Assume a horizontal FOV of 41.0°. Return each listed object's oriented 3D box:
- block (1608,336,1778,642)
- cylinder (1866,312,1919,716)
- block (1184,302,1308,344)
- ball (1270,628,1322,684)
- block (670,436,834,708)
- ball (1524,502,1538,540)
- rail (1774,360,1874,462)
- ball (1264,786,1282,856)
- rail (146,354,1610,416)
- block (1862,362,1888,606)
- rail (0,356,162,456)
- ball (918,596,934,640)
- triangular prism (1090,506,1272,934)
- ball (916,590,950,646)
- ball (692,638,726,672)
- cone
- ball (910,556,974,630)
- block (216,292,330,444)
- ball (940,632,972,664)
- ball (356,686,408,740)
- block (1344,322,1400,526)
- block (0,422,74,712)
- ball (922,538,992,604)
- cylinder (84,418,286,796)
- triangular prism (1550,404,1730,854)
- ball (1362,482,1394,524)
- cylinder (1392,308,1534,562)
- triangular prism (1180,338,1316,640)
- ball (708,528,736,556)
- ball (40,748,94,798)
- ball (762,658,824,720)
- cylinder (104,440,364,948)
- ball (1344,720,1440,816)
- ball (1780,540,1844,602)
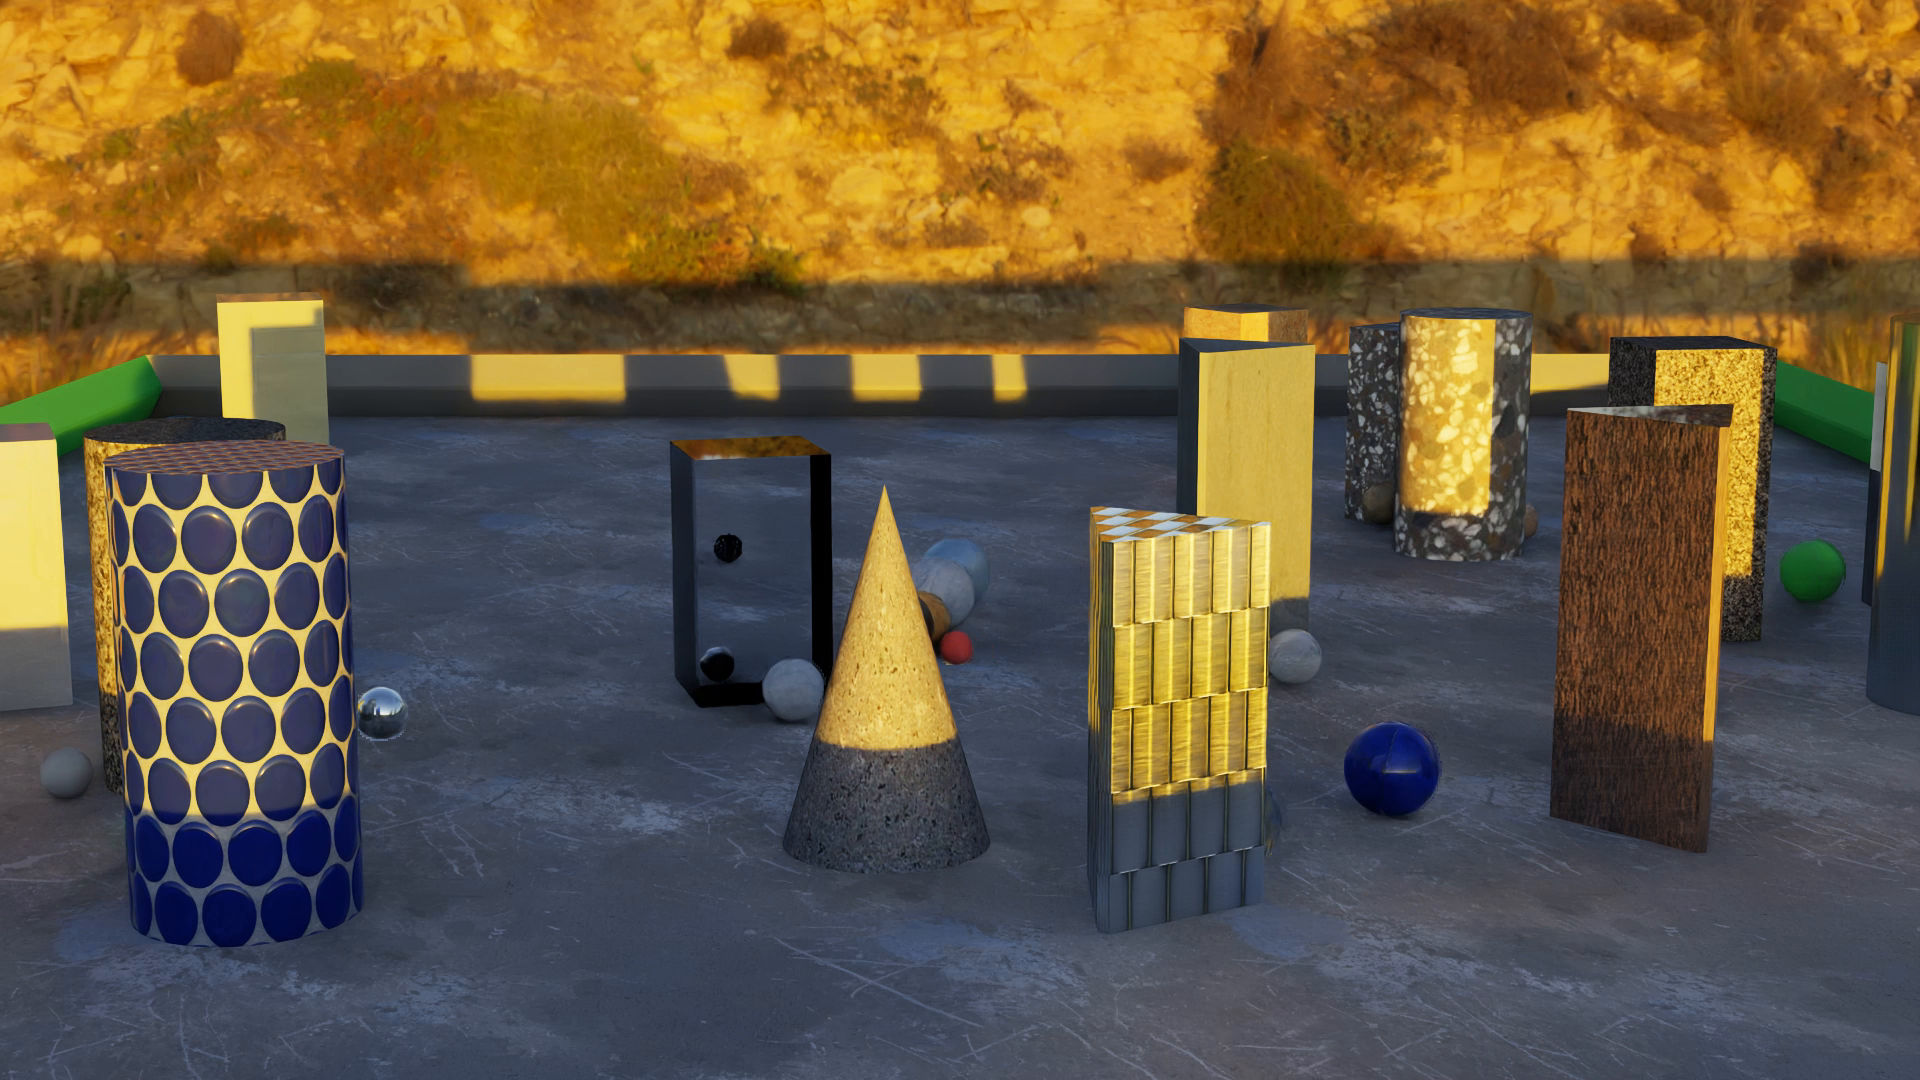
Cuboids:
[{"bbox_3d":[0.938,-0.068,3.319,0.158,0.376,0.158,-1,11,-7],"label":"block"},{"bbox_3d":[1.155,-0.031,2.936,0.197,0.442,0.197,0,10,0],"label":"cylinder"},{"bbox_3d":[0.516,-0.274,4.656,0.158,0.294,0.158,-7,13,-34],"label":"block"},{"bbox_3d":[0.397,0.139,3.052,0.067,0.067,0.067,0,10,0],"label":"ball"},{"bbox_3d":[-0.246,0.034,3.014,0.158,0.288,0.158,-3,11,-16],"label":"block"},{"bbox_3d":[0.866,-0.030,3.976,0.062,0.062,0.062,0,10,0],"label":"ball"},{"bbox_3d":[1.667,0.031,3.458,0.045,0.128,3.929,0,10,0],"label":"rail"},{"bbox_3d":[0.252,0.257,2.358,0.087,0.087,0.087,0,10,0],"label":"ball"},{"bbox_3d":[-0.011,-0.321,5.357,3.382,0.128,0.045,0,10,0],"label":"rail"},{"bbox_3d":[1.321,-0.065,3.424,0.158,0.331,0.158,0,10,-2],"label":"block"},{"bbox_3d":[-1.667,0.035,3.439,0.045,0.128,3.929,0,10,0],"label":"rail"},{"bbox_3d":[-0.079,0.106,3.155,0.093,0.093,0.093,0,10,0],"label":"ball"},{"bbox_3d":[0.157,0.148,2.254,0.171,0.338,0.148,-6,12,-30],"label":"triangular prism"},{"bbox_3d":[-0.050,0.101,3.236,0.074,0.074,0.074,0,10,0],"label":"ball"},{"bbox_3d":[-0.305,0.139,3.120,0.041,0.041,0.041,0,10,0],"label":"ball"},{"bbox_3d":[-0.070,0.118,2.405,0.197,0.344,0.197,0,10,0],"label":"cone"},{"bbox_3d":[-0.030,0.071,3.314,0.098,0.098,0.098,0,10,0],"label":"ball"},{"bbox_3d":[-1.086,-0.201,4.065,0.158,0.366,0.158,-3,11,-16],"label":"block"},{"bbox_3d":[-0.005,0.133,3.155,0.041,0.041,0.041,0,10,0],"label":"ball"},{"bbox_3d":[-0.633,0.189,2.804,0.057,0.057,0.057,0,10,0],"label":"ball"},{"bbox_3d":[0.737,-0.187,4.140,0.158,0.312,0.158,-9,14,-40],"label":"block"},{"bbox_3d":[-1.126,0.030,2.973,0.158,0.308,0.158,-4,11,-22],"label":"block"},{"bbox_3d":[-0.007,0.046,3.464,0.099,0.099,0.099,0,10,0],"label":"ball"},{"bbox_3d":[-0.786,0.066,2.635,0.197,0.361,0.197,0,10,0],"label":"cylinder"},{"bbox_3d":[0.692,0.075,2.475,0.148,0.402,0.171,-9,14,-41],"label":"triangular prism"},{"bbox_3d":[0.671,-0.058,4.066,0.067,0.067,0.067,0,10,0],"label":"ball"},{"bbox_3d":[0.758,-0.163,3.875,0.197,0.360,0.197,0,10,0],"label":"cylinder"},{"bbox_3d":[0.312,-0.041,3.116,0.171,0.397,0.148,-7,13,-33],"label":"triangular prism"},{"bbox_3d":[-0.358,0.003,3.853,0.042,0.042,0.042,0,10,0],"label":"ball"},{"bbox_3d":[-0.899,0.234,2.580,0.051,0.051,0.051,0,10,0],"label":"ball"},{"bbox_3d":[-0.188,0.168,2.885,0.071,0.071,0.071,0,10,0],"label":"ball"},{"bbox_3d":[-0.621,0.126,2.205,0.197,0.400,0.197,0,10,0],"label":"cylinder"},{"bbox_3d":[0.424,0.224,2.518,0.093,0.093,0.093,0,10,0],"label":"ball"},{"bbox_3d":[1.169,0.043,3.522,0.084,0.084,0.084,0,10,0],"label":"ball"}]
